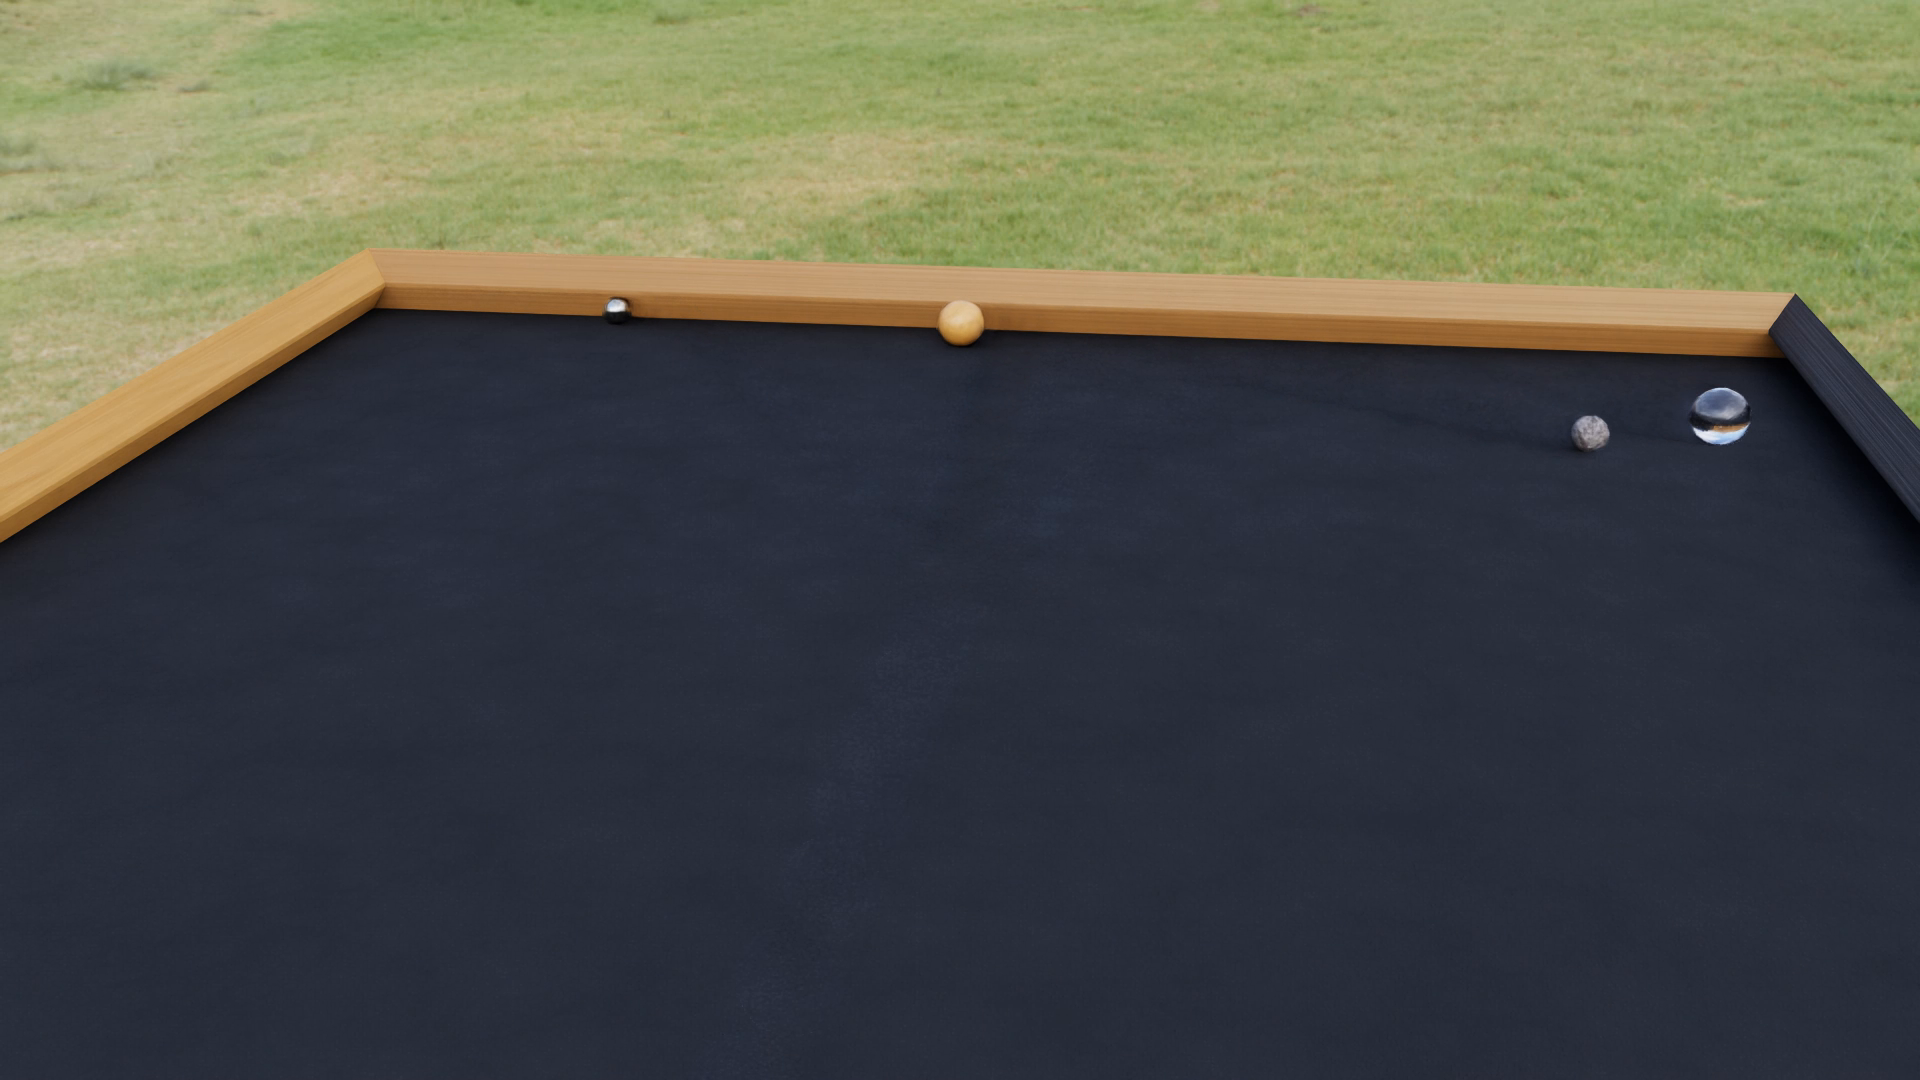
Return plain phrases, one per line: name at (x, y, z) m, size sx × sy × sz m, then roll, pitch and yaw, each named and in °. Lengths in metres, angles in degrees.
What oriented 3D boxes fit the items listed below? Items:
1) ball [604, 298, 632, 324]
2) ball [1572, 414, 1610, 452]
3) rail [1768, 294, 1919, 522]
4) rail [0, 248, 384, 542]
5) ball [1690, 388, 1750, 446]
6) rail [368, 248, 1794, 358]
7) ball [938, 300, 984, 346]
ball at (-0.588, -0.393, 3.776) m, size 0.046 × 0.046 × 0.046 m, roll 0°, pitch 20°, yaw 0°
ball at (0.890, -0.151, 3.107) m, size 0.052 × 0.052 × 0.052 m, roll 0°, pitch 20°, yaw 0°
rail at (1.016, 0.414, 1.485) m, size 0.045 × 0.106 × 4.472 m, roll 3°, pitch 20°, yaw 7°
rail at (-1.325, 0.302, 1.791) m, size 0.045 × 0.106 × 4.472 m, roll 3°, pitch 20°, yaw 7°
ball at (1.083, -0.176, 3.131) m, size 0.082 × 0.082 × 0.082 m, roll 0°, pitch 20°, yaw 0°
rail at (0.151, -0.397, 3.695) m, size 2.411 × 0.106 × 0.045 m, roll 3°, pitch 20°, yaw 7°
ball at (0.002, -0.359, 3.638) m, size 0.076 × 0.076 × 0.076 m, roll 0°, pitch 20°, yaw 0°
